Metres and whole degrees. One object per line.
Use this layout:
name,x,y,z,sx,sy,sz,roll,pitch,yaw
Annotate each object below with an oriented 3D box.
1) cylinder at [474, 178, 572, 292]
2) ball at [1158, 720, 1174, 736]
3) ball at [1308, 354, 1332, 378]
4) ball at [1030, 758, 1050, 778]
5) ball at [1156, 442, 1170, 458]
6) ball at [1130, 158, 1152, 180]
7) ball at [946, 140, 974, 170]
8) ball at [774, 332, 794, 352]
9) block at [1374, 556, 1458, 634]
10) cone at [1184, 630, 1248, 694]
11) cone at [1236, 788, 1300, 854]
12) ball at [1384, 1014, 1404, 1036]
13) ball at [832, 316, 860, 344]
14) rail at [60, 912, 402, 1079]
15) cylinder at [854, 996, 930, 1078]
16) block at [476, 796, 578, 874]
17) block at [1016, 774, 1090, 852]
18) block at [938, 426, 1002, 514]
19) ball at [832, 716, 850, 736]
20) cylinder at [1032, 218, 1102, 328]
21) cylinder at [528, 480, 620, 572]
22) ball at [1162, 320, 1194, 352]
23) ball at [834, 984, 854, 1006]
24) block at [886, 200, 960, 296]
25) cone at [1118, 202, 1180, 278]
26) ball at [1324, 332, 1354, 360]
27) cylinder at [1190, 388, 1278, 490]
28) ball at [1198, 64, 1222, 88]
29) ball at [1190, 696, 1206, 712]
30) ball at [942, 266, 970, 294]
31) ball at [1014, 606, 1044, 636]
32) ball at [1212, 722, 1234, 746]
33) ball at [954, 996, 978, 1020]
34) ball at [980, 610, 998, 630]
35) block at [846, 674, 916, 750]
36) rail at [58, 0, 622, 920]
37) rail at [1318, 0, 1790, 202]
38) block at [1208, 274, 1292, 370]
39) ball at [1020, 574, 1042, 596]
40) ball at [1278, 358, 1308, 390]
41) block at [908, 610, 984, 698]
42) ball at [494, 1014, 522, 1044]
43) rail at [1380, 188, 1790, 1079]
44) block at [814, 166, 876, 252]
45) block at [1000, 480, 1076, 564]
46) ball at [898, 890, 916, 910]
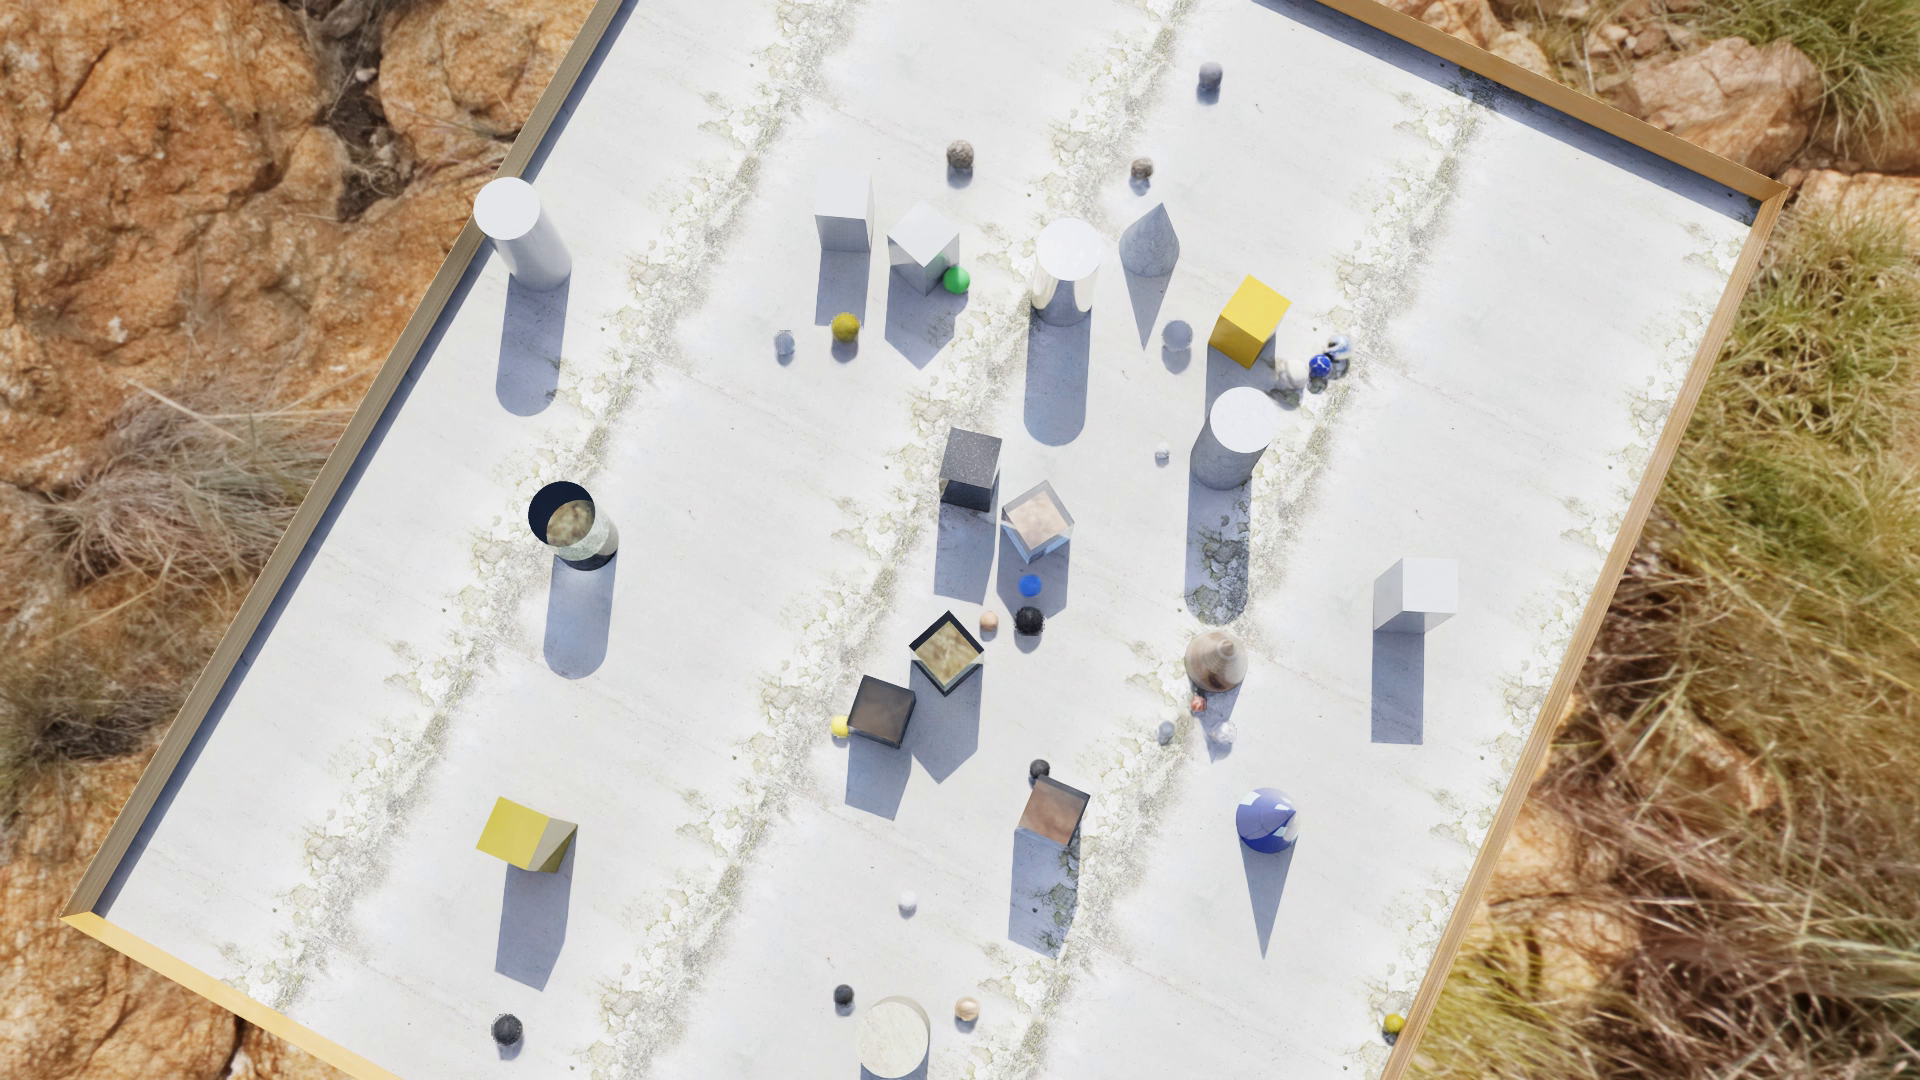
cylinder,-1.324,-0.923,5.576,0.195,0.454,0.195,0,78,0
ball,0.617,0.563,5.475,0.049,0.049,0.049,0,78,0
ball,1.117,-0.541,5.691,0.074,0.074,0.074,0,78,0
ball,0.236,0.681,5.444,0.062,0.062,0.062,0,78,0
ball,0.626,-0.278,5.650,0.048,0.048,0.048,0,78,0
ball,0.577,-1.179,5.825,0.070,0.070,0.070,0,78,0
ball,0.001,-1.222,5.824,0.090,0.090,0.090,0,78,0
ball,-0.546,-0.615,5.712,0.062,0.062,0.062,0,78,0
block,1.336,0.166,5.390,0.156,0.376,0.156,3,78,1
cone,0.775,0.331,5.368,0.195,0.353,0.195,0,78,0
cone,0.915,0.786,5.217,0.195,0.464,0.195,0,78,0
ball,1.255,1.399,5.296,0.061,0.061,0.061,0,78,0
ball,-0.357,-0.655,5.706,0.089,0.089,0.089,0,78,0
rail,-0.954,1.876,5.163,3.636,0.126,0.045,26,80,5
cylinder,-0.182,1.374,5.092,0.195,0.471,0.195,0,78,0
block,-1.235,0.847,5.247,0.156,0.380,0.156,22,79,4
block,0.264,0.787,5.274,0.156,0.352,0.156,23,79,5
block,0.031,-0.207,5.496,0.156,0.321,0.156,13,79,3
ball,-0.354,0.554,5.471,0.061,0.061,0.061,0,78,0
cylinder,0.321,-0.806,5.564,0.195,0.430,0.195,0,78,0
cylinder,-1.142,-0.037,5.435,0.195,0.370,0.195,0,78,0
ball,0.679,-0.636,5.698,0.097,0.097,0.097,0,78,0
ball,-0.335,1.319,5.312,0.061,0.061,0.061,0,78,0
block,-0.111,-0.900,5.664,0.156,0.271,0.156,43,81,8
cone,0.600,-0.963,5.618,0.195,0.388,0.195,0,78,0
ball,1.177,-0.601,5.695,0.089,0.089,0.089,0,78,0
cylinder,0.808,-0.294,5.438,0.195,0.468,0.195,0,78,0
ball,0.804,-1.490,5.884,0.080,0.080,0.080,0,78,0
ball,0.714,0.491,5.492,0.045,0.045,0.045,0,78,0
ball,-0.011,-0.813,5.741,0.086,0.086,0.086,0,78,0
ball,0.209,0.243,5.521,0.088,0.088,0.088,0,78,0
ball,0.783,0.578,5.462,0.069,0.069,0.069,0,78,0
ball,0.020,1.353,5.301,0.069,0.069,0.069,0,78,0
ball,0.088,0.244,5.536,0.058,0.058,0.058,0,78,0
block,-0.230,0.508,5.391,0.156,0.236,0.156,18,79,4
rail,-1.605,-0.779,5.712,0.045,0.126,4.315,26,80,5
rail,0.954,-1.862,5.936,3.636,0.126,0.045,26,80,5
block,0.884,-0.664,5.611,0.156,0.279,0.156,35,80,7
ball,0.214,0.137,5.553,0.070,0.070,0.070,0,78,0
ball,1.031,-0.514,5.675,0.095,0.095,0.095,0,78,0
block,-0.039,0.338,5.398,0.156,0.291,0.156,-41,81,-8
ball,-1.303,1.411,5.282,0.083,0.083,0.083,0,78,0
rail,1.605,0.792,5.387,0.045,0.126,4.315,26,80,5
block,-0.355,-1.022,5.683,0.156,0.284,0.156,5,78,1
block,0.232,-0.051,5.506,0.156,0.237,0.156,-32,80,-6
ball,-0.154,1.055,5.370,0.055,0.055,0.055,0,78,0
